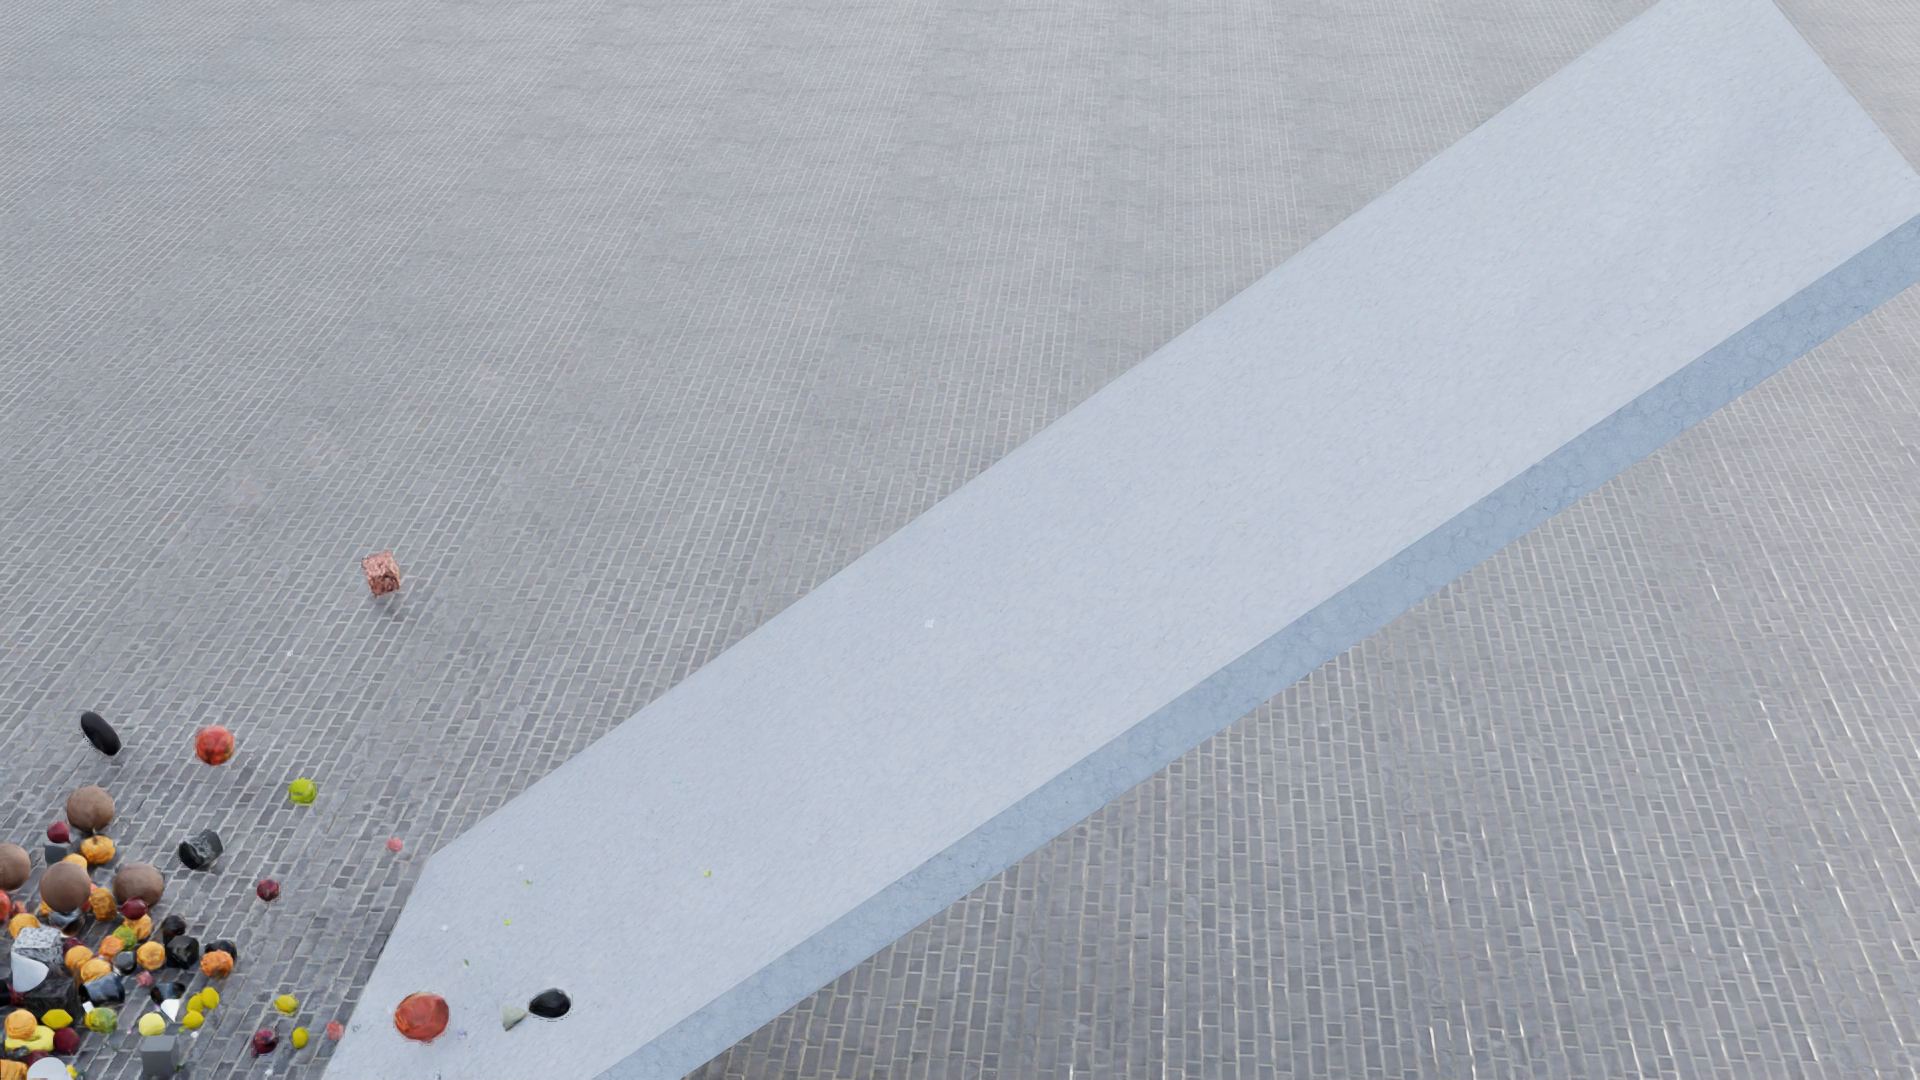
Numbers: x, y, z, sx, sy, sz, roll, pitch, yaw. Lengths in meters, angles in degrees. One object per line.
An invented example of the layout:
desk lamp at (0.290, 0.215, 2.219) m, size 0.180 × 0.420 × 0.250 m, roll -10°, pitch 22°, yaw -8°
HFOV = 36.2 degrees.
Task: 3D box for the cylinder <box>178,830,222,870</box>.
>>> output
cylinder at (-2.047, 0.835, 7.926) m, size 0.082 × 0.082 × 0.082 m, roll 14°, pitch 27°, yaw 29°

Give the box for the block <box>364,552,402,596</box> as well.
block at (-1.875, 0.111, 9.546) m, size 0.088 × 0.088 × 0.088 m, roll -18°, pitch 49°, yaw -1°

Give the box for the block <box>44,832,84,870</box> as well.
block at (-2.418, 0.839, 7.932) m, size 0.069 × 0.069 × 0.069 m, roll 6°, pitch 24°, yaw 15°

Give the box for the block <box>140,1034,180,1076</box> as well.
block at (-1.906, 1.228, 7.009) m, size 0.070 × 0.070 × 0.070 m, roll -1°, pitch 23°, yaw -1°

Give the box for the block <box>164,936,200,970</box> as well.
block at (-1.971, 1.044, 7.454) m, size 0.059 × 0.059 × 0.059 m, roll 4°, pitch 22°, yaw 15°

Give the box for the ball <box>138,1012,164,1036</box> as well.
ball at (-1.943, 1.167, 7.070) m, size 0.061 × 0.061 × 0.061 m, roll 0°, pitch 23°, yaw 0°

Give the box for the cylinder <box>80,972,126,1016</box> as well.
cylinder at (-2.113, 1.119, 7.247) m, size 0.084 × 0.084 × 0.084 m, roll -17°, pitch 28°, yaw -35°

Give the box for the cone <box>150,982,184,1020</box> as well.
cone at (-1.942, 1.147, 7.235) m, size 0.087 × 0.087 × 0.087 m, roll -9°, pitch 54°, yaw -20°

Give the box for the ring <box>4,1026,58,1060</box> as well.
ring at (-2.239, 1.210, 7.089) m, size 0.123 × 0.041 × 0.123 m, roll 1°, pitch 22°, yaw 0°

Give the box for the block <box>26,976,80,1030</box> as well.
block at (-2.222, 1.134, 7.203) m, size 0.092 × 0.092 × 0.092 m, roll 0°, pitch 23°, yaw 1°

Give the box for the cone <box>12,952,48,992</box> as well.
cone at (-2.289, 1.035, 7.168) m, size 0.094 × 0.094 × 0.094 m, roll -15°, pitch 34°, yaw 11°

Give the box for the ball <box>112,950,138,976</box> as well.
ball at (-2.102, 1.065, 7.404) m, size 0.063 × 0.063 × 0.063 m, roll 0°, pitch 23°, yaw 0°

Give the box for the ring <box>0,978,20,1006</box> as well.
ring at (-2.383, 1.124, 7.305) m, size 0.100 × 0.033 × 0.100 m, roll 0°, pitch 24°, yaw 0°

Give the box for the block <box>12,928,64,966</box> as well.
block at (-2.324, 1.044, 7.413) m, size 0.094 × 0.094 × 0.094 m, roll 1°, pitch 23°, yaw 1°

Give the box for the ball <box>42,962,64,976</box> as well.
ball at (-2.262, 1.084, 7.288) m, size 0.077 × 0.077 × 0.077 m, roll 0°, pitch 23°, yaw 0°

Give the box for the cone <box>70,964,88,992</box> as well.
cone at (-2.211, 1.086, 7.354) m, size 0.062 × 0.062 × 0.062 m, roll 1°, pitch 21°, yaw 0°

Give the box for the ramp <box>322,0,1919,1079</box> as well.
ramp at (0.127, 0.180, 6.326) m, size 4.000 × 0.100 × 2.000 m, roll -35°, pitch 16°, yaw 17°

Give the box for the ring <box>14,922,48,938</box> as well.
ring at (-2.386, 1.012, 7.560) m, size 0.093 × 0.031 × 0.093 m, roll 9°, pitch 21°, yaw -3°

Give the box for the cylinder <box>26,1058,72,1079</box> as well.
cylinder at (-2.115, 1.266, 6.848) m, size 0.091 × 0.091 × 0.091 m, roll -1°, pitch 54°, yaw 1°

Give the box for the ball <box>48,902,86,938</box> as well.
ball at (-2.302, 0.977, 7.573) m, size 0.094 × 0.094 × 0.094 m, roll 0°, pitch 23°, yaw 0°
